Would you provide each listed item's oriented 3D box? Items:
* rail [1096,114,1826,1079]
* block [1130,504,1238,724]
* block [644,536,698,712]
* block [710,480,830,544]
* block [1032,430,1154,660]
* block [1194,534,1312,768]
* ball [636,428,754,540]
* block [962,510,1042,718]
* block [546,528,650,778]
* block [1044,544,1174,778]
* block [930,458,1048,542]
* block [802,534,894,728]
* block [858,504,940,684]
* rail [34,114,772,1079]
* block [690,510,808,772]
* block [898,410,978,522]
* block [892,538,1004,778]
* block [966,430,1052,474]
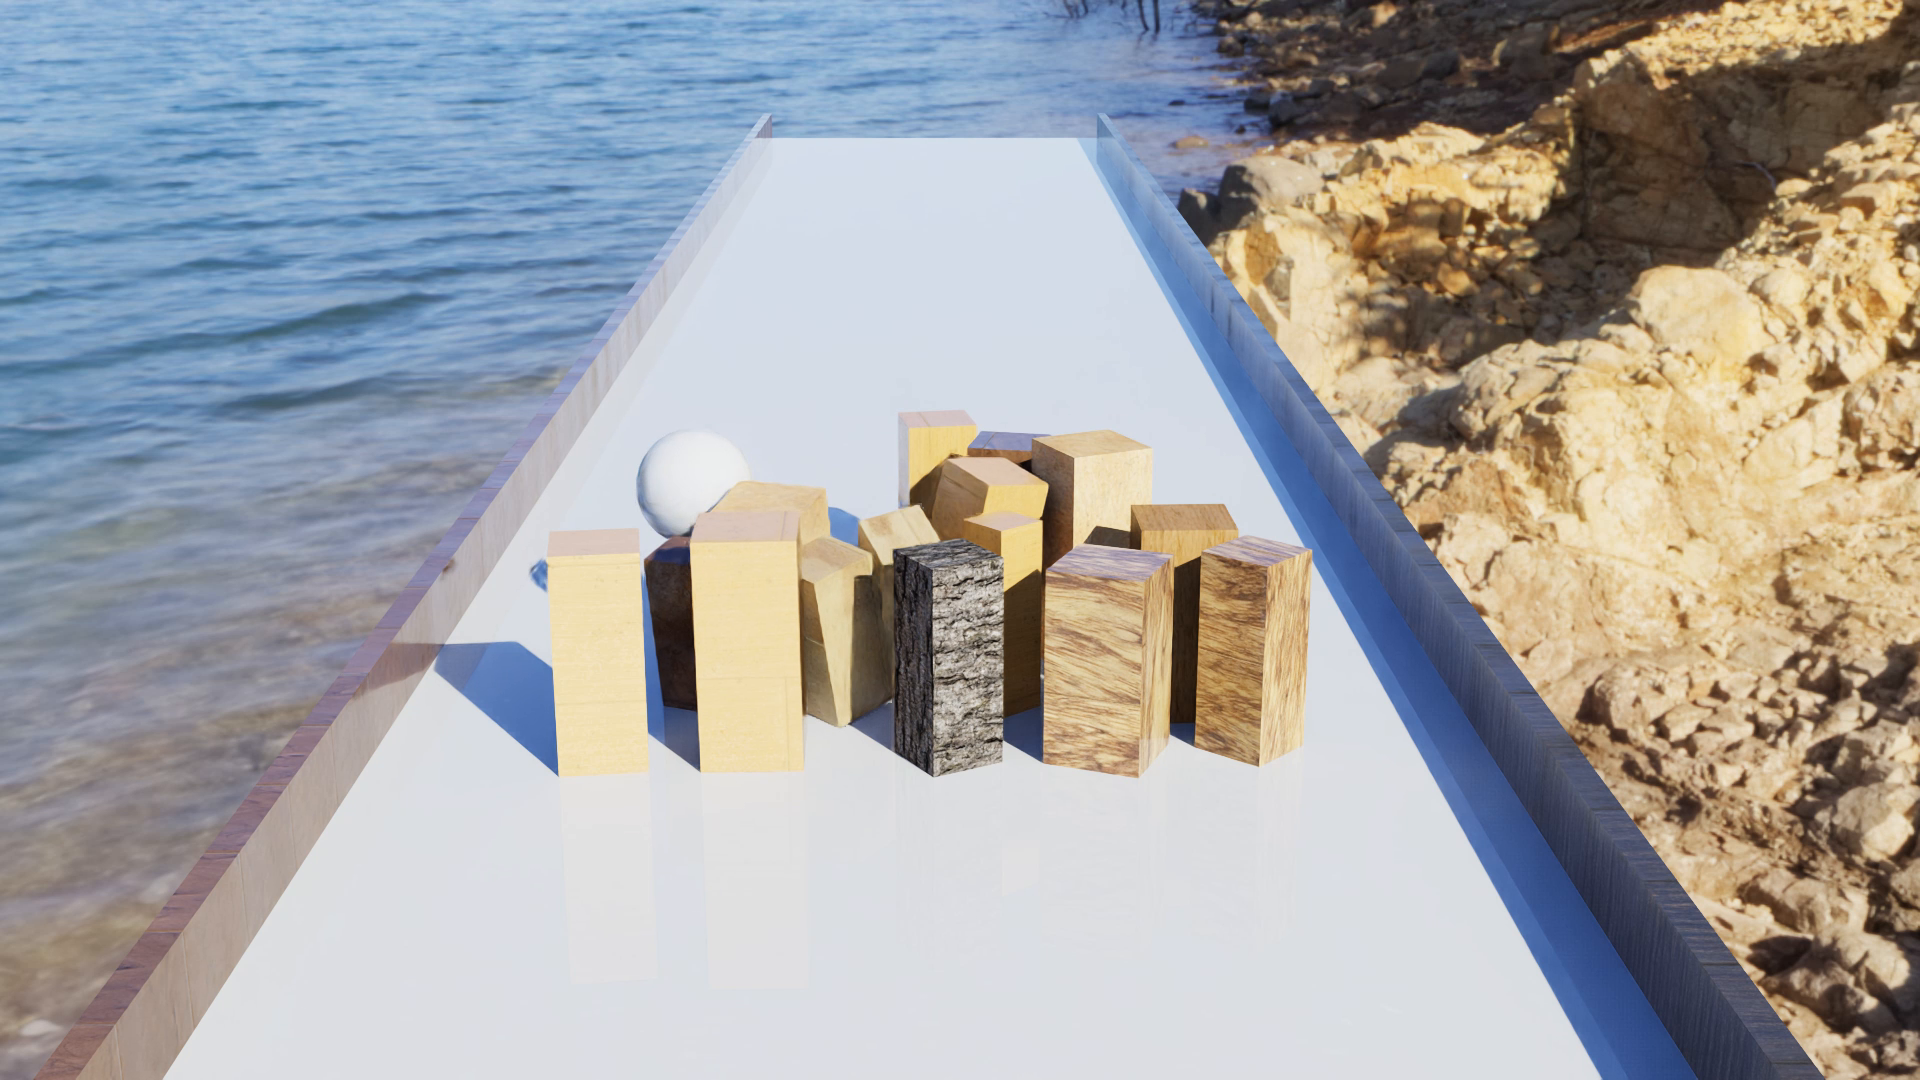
[{"bbox_3d":[0.932,-0.844,7.801,0.050,0.150,12.000,0,17,-1],"label":"rail"},{"bbox_3d":[0.413,0.136,4.114,0.177,0.373,0.177,-1,17,-2],"label":"block"},{"bbox_3d":[-0.501,0.159,4.128,0.108,0.308,0.108,7,27,23],"label":"block"},{"bbox_3d":[-0.356,0.096,4.213,0.178,0.368,0.178,5,28,17],"label":"block"},{"bbox_3d":[0.258,0.024,4.365,0.174,0.445,0.174,-8,18,-25],"label":"block"},{"bbox_3d":[0.522,0.196,3.920,0.140,0.370,0.140,14,22,40],"label":"block"},{"bbox_3d":[-0.525,-0.105,4.362,0.236,0.236,0.236,0,17,0],"label":"ball"},{"bbox_3d":[0.079,0.138,4.120,0.104,0.366,0.104,-14,22,-40],"label":"block"},{"bbox_3d":[-0.634,0.196,3.863,0.156,0.402,0.156,-2,17,-8],"label":"block"},{"bbox_3d":[0.263,0.211,3.890,0.177,0.359,0.177,7,18,22],"label":"block"},{"bbox_3d":[0.029,0.048,4.313,0.148,0.392,0.148,-2,24,-38],"label":"block"},{"bbox_3d":[-0.237,0.168,4.073,0.137,0.306,0.137,-28,33,-34],"label":"block"},{"bbox_3d":[-0.116,0.117,4.148,0.120,0.363,0.120,-16,49,-18],"label":"block"},{"bbox_3d":[-1.118,-0.838,7.780,0.050,0.150,12.000,0,17,-1],"label":"rail"},{"bbox_3d":[-0.369,0.178,3.879,0.180,0.423,0.180,-1,18,-2],"label":"block"},{"bbox_3d":[-0.051,-0.090,4.885,0.150,0.368,0.150,-3,17,-10],"label":"block"},{"bbox_3d":[-0.021,0.205,3.872,0.141,0.379,0.141,-9,19,-29],"label":"block"},{"bbox_3d":[0.103,-0.023,4.633,0.150,0.382,0.150,3,17,12],"label":"block"}]
